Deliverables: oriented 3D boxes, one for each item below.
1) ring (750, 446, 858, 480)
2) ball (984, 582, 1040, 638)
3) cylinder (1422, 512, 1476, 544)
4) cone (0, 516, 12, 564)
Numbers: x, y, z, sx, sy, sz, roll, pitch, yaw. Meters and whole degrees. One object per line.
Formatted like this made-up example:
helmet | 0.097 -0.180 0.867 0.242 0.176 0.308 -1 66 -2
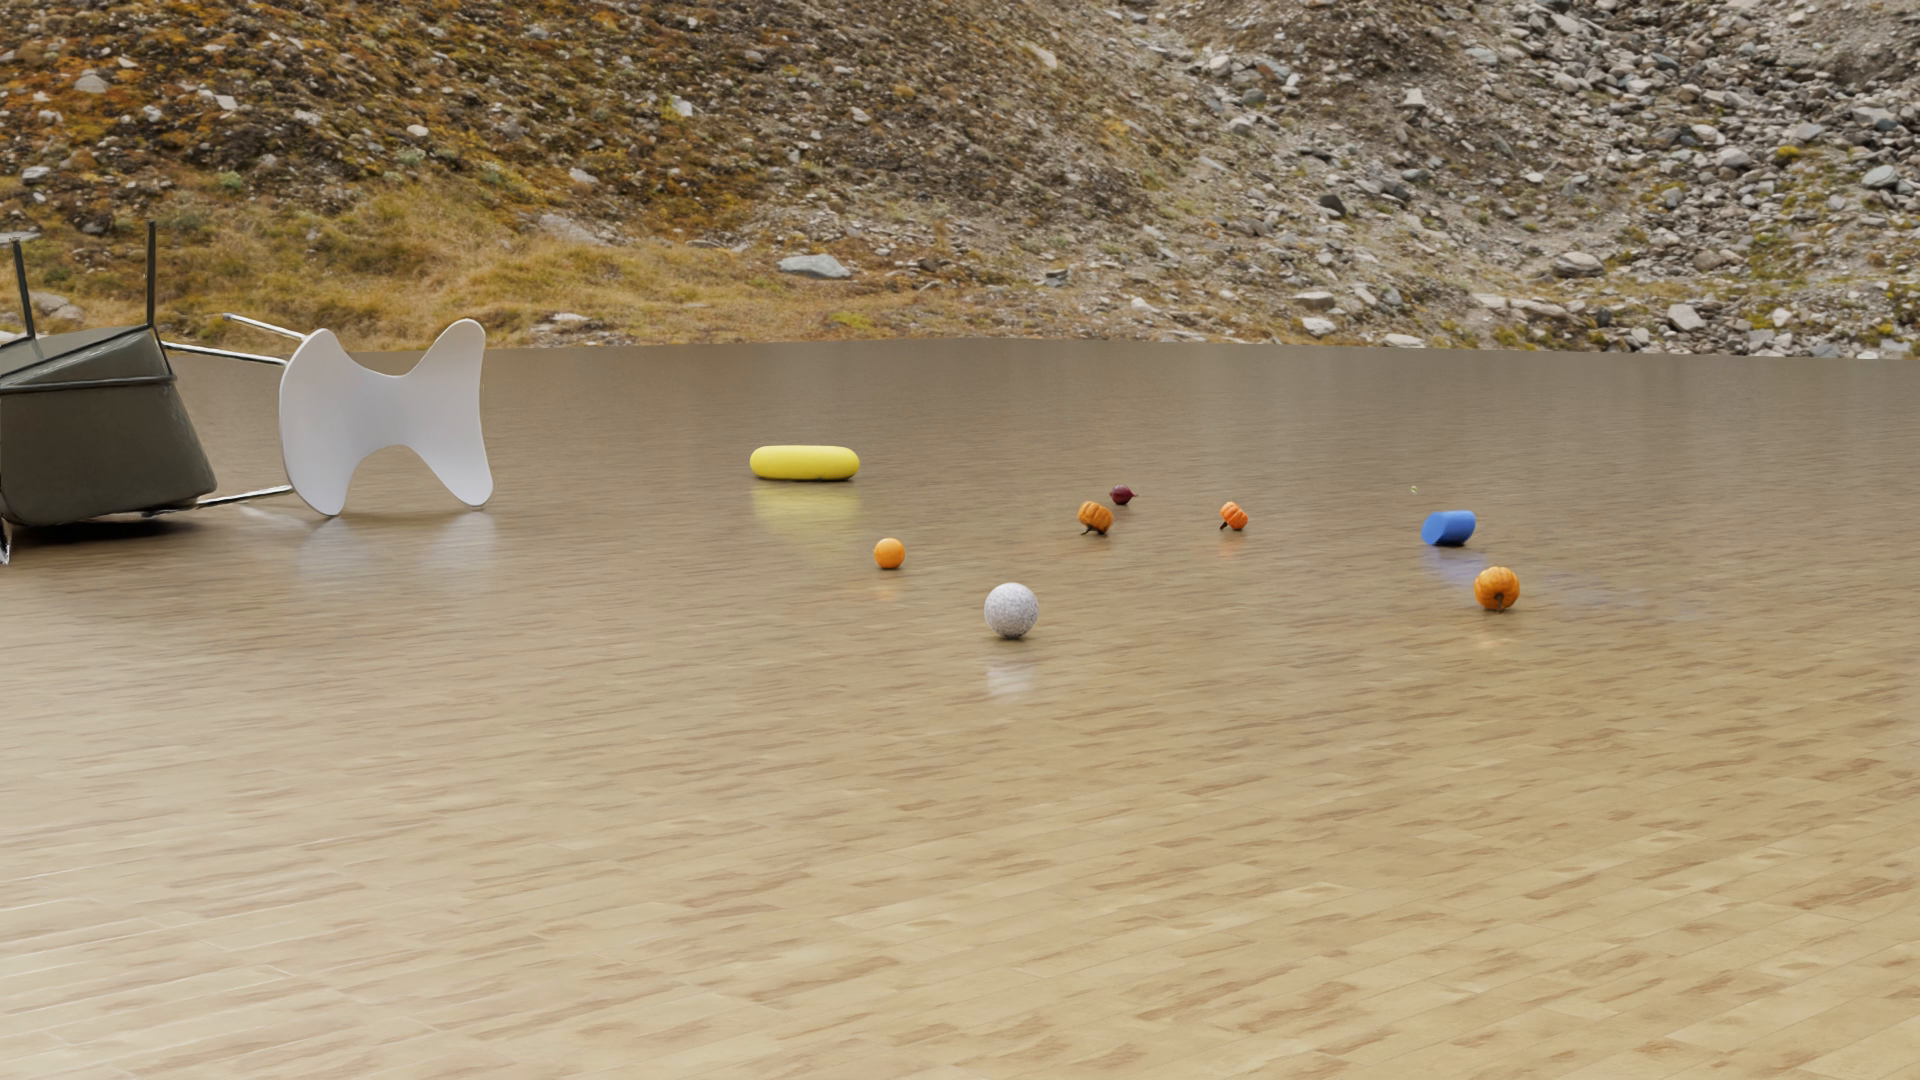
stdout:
ring | -0.506 -0.251 8.347 0.405 0.105 0.235 3 5 32
ball | 0.094 0.128 4.678 0.101 0.101 0.101 0 6 0
cylinder | 1.201 -0.030 6.305 0.093 0.068 0.102 -3 -29 -27
cone | -2.244 0.016 5.936 0.215 0.119 0.202 31 1 43
